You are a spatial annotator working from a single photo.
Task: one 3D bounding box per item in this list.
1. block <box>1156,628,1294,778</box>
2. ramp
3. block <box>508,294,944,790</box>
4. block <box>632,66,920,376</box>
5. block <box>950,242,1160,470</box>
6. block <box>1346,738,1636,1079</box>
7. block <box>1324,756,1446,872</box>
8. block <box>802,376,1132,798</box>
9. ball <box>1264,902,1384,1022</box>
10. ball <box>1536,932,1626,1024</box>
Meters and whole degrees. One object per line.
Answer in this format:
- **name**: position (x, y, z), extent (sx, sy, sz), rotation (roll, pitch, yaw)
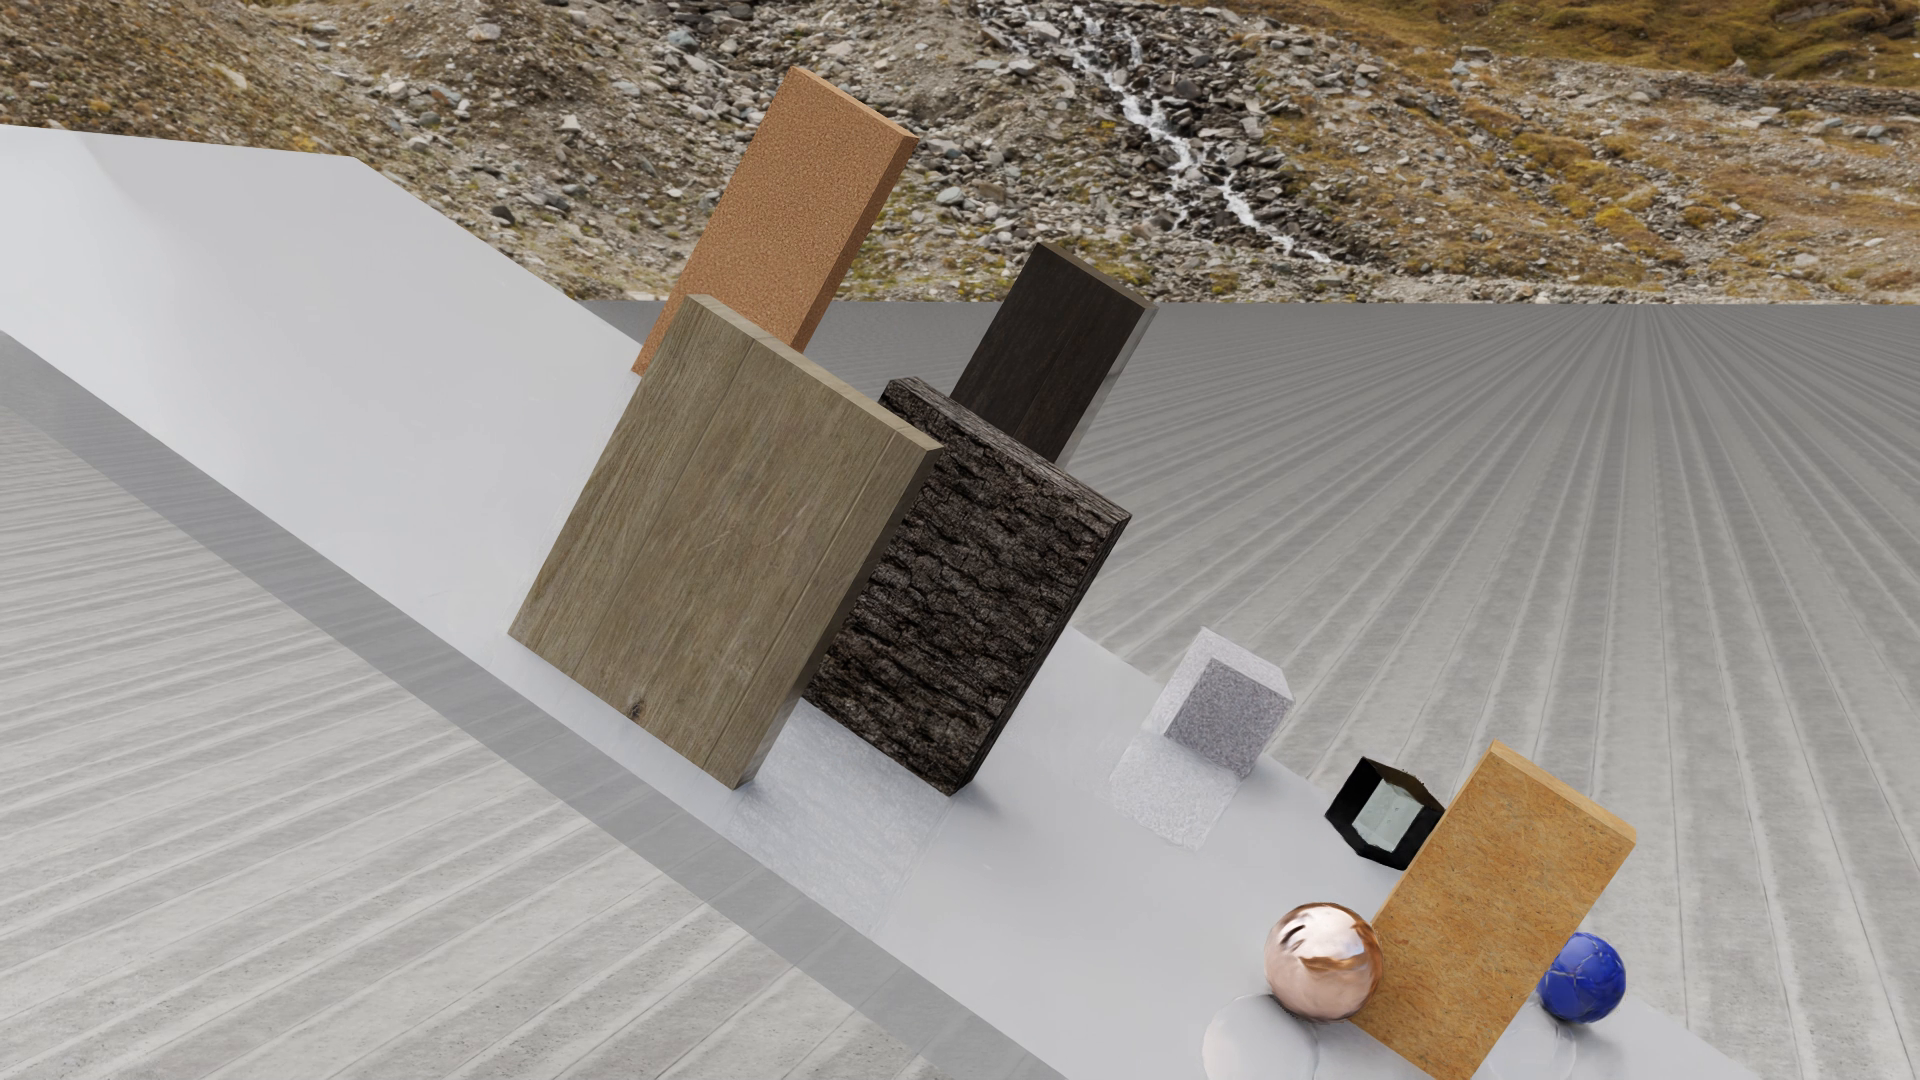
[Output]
- **block**: position (0.568, 0.349, 4.741), extent (0.201, 0.201, 0.201), rotation (28, 15, -7)
- **ramp**: position (-0.172, 0.283, 4.122), extent (4.000, 0.100, 2.000), rotation (33, 15, 11)
- **block**: position (-0.359, 0.003, 3.293), extent (0.432, 0.602, 0.081), rotation (33, 15, 11)
- **block**: position (-0.420, -0.640, 4.951), extent (0.306, 0.782, 0.110), rotation (33, 15, 11)
- **block**: position (0.081, -0.190, 4.416), extent (0.251, 0.789, 0.132), rotation (33, 15, 11)
- **block**: position (0.876, 0.637, 3.726), extent (0.274, 0.529, 0.105), rotation (33, 15, 11)
- **block**: position (0.913, 0.589, 4.702), extent (0.156, 0.156, 0.156), rotation (22, 17, -29)
- **block**: position (-0.047, 0.076, 3.753), extent (0.447, 0.552, 0.139), rotation (33, 15, 11)
- **ball**: position (0.602, 0.700, 3.650), extent (0.197, 0.197, 0.197), rotation (0, 7, 0)
- **ball**: position (1.224, 0.865, 4.345), extent (0.178, 0.178, 0.178), rotation (0, 7, 0)
